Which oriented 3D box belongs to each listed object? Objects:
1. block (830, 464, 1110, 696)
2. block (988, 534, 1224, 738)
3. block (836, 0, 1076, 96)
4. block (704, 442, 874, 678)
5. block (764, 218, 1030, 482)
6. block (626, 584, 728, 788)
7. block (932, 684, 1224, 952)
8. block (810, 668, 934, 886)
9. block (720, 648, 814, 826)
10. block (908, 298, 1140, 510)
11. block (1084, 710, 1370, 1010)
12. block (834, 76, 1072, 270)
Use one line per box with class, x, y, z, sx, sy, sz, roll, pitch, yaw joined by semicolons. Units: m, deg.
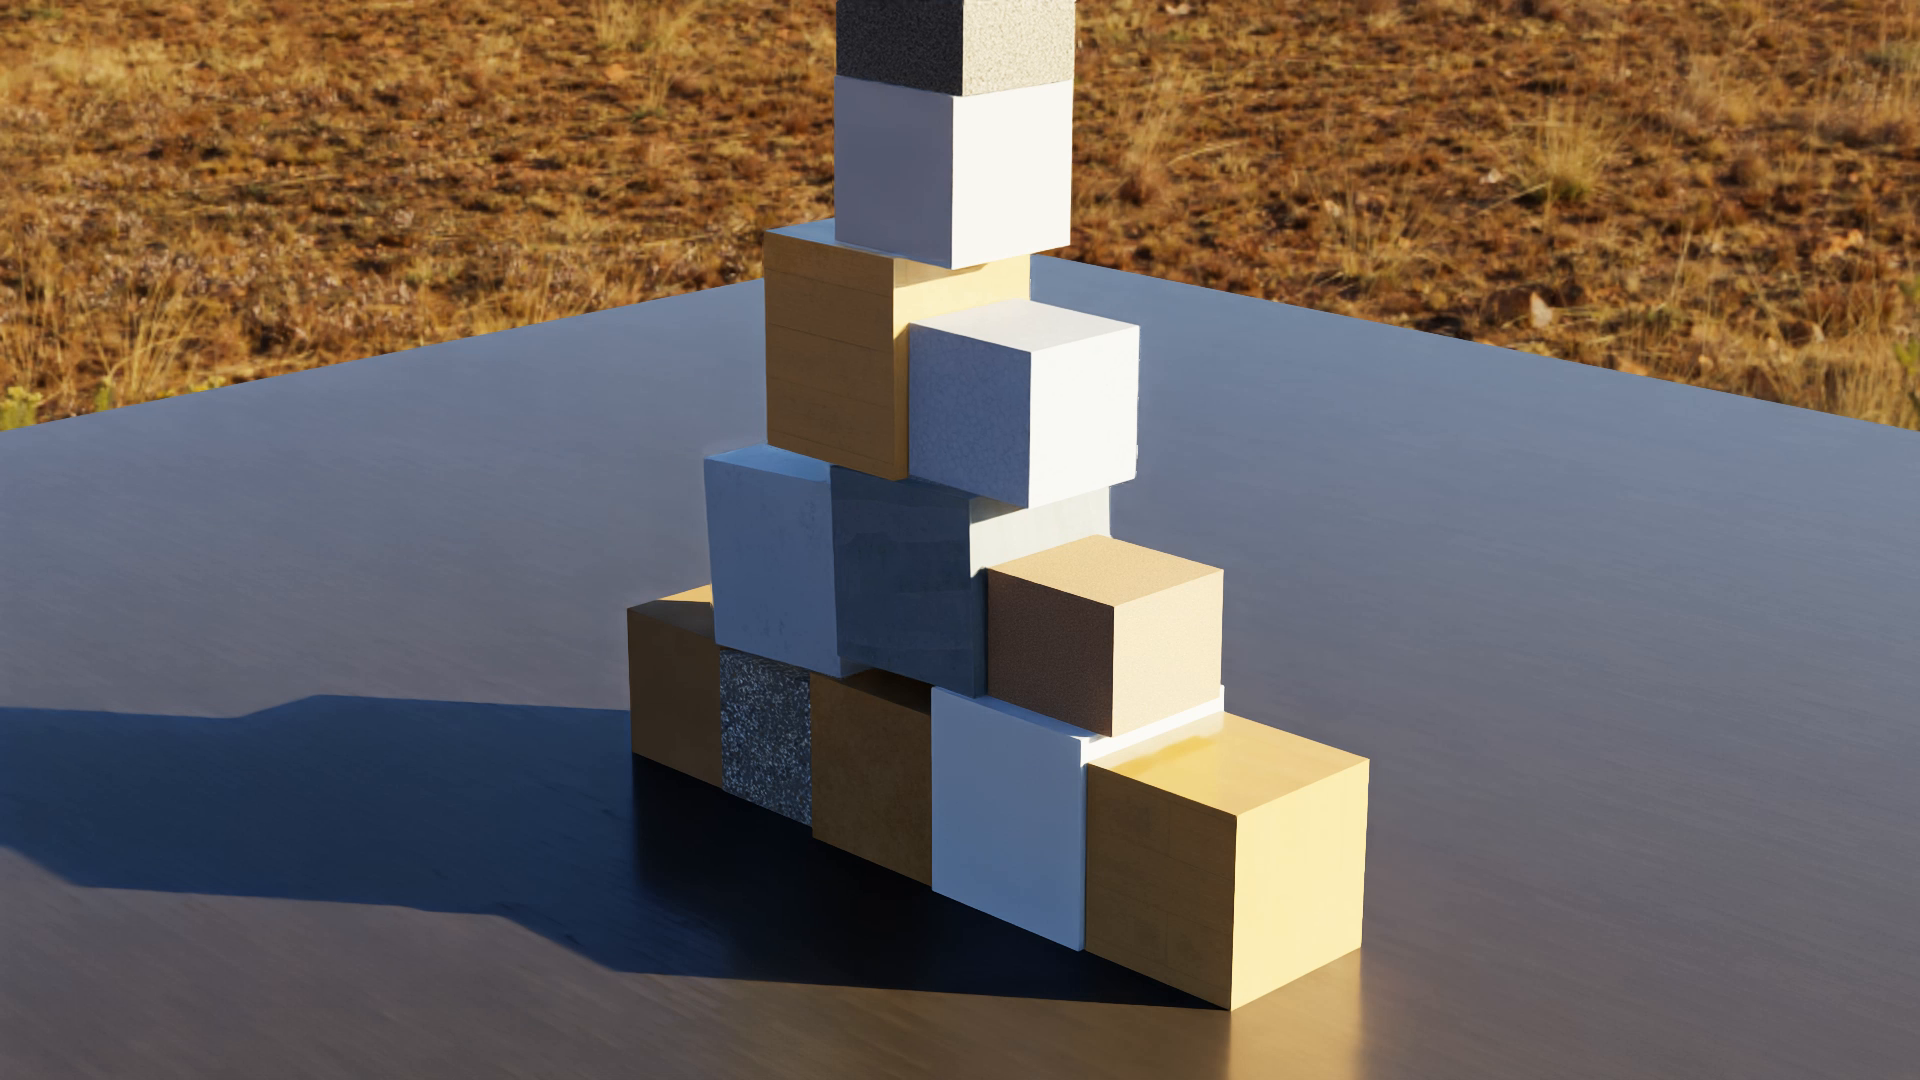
block;0.053;0.085;13.337;0.891;0.898;0.884;-17;22;-42
block;0.631;0.406;12.802;0.702;0.589;0.739;-17;24;-42
block;-0.019;-2.362;12.602;0.776;0.743;0.680;18;25;42
block;-0.594;0.037;13.990;0.820;0.921;0.889;-17;20;-42
block;-0.286;-0.915;13.353;0.846;0.999;0.849;17;24;42
block;-1.165;0.709;14.807;0.716;0.768;0.713;-17;24;-42
block;0.523;1.118;13.154;0.934;0.980;0.905;-17;24;-42
block;-0.109;1.009;13.754;0.841;0.827;0.825;-17;24;-42
block;-0.652;0.887;14.315;0.724;0.724;0.731;-17;24;-42
block;0.276;-0.611;12.848;0.736;0.689;0.676;17;24;42
block;1.141;1.354;12.581;0.874;0.873;0.823;-17;24;-42
block;-0.031;-1.657;12.825;0.734;0.736;0.732;18;25;42
